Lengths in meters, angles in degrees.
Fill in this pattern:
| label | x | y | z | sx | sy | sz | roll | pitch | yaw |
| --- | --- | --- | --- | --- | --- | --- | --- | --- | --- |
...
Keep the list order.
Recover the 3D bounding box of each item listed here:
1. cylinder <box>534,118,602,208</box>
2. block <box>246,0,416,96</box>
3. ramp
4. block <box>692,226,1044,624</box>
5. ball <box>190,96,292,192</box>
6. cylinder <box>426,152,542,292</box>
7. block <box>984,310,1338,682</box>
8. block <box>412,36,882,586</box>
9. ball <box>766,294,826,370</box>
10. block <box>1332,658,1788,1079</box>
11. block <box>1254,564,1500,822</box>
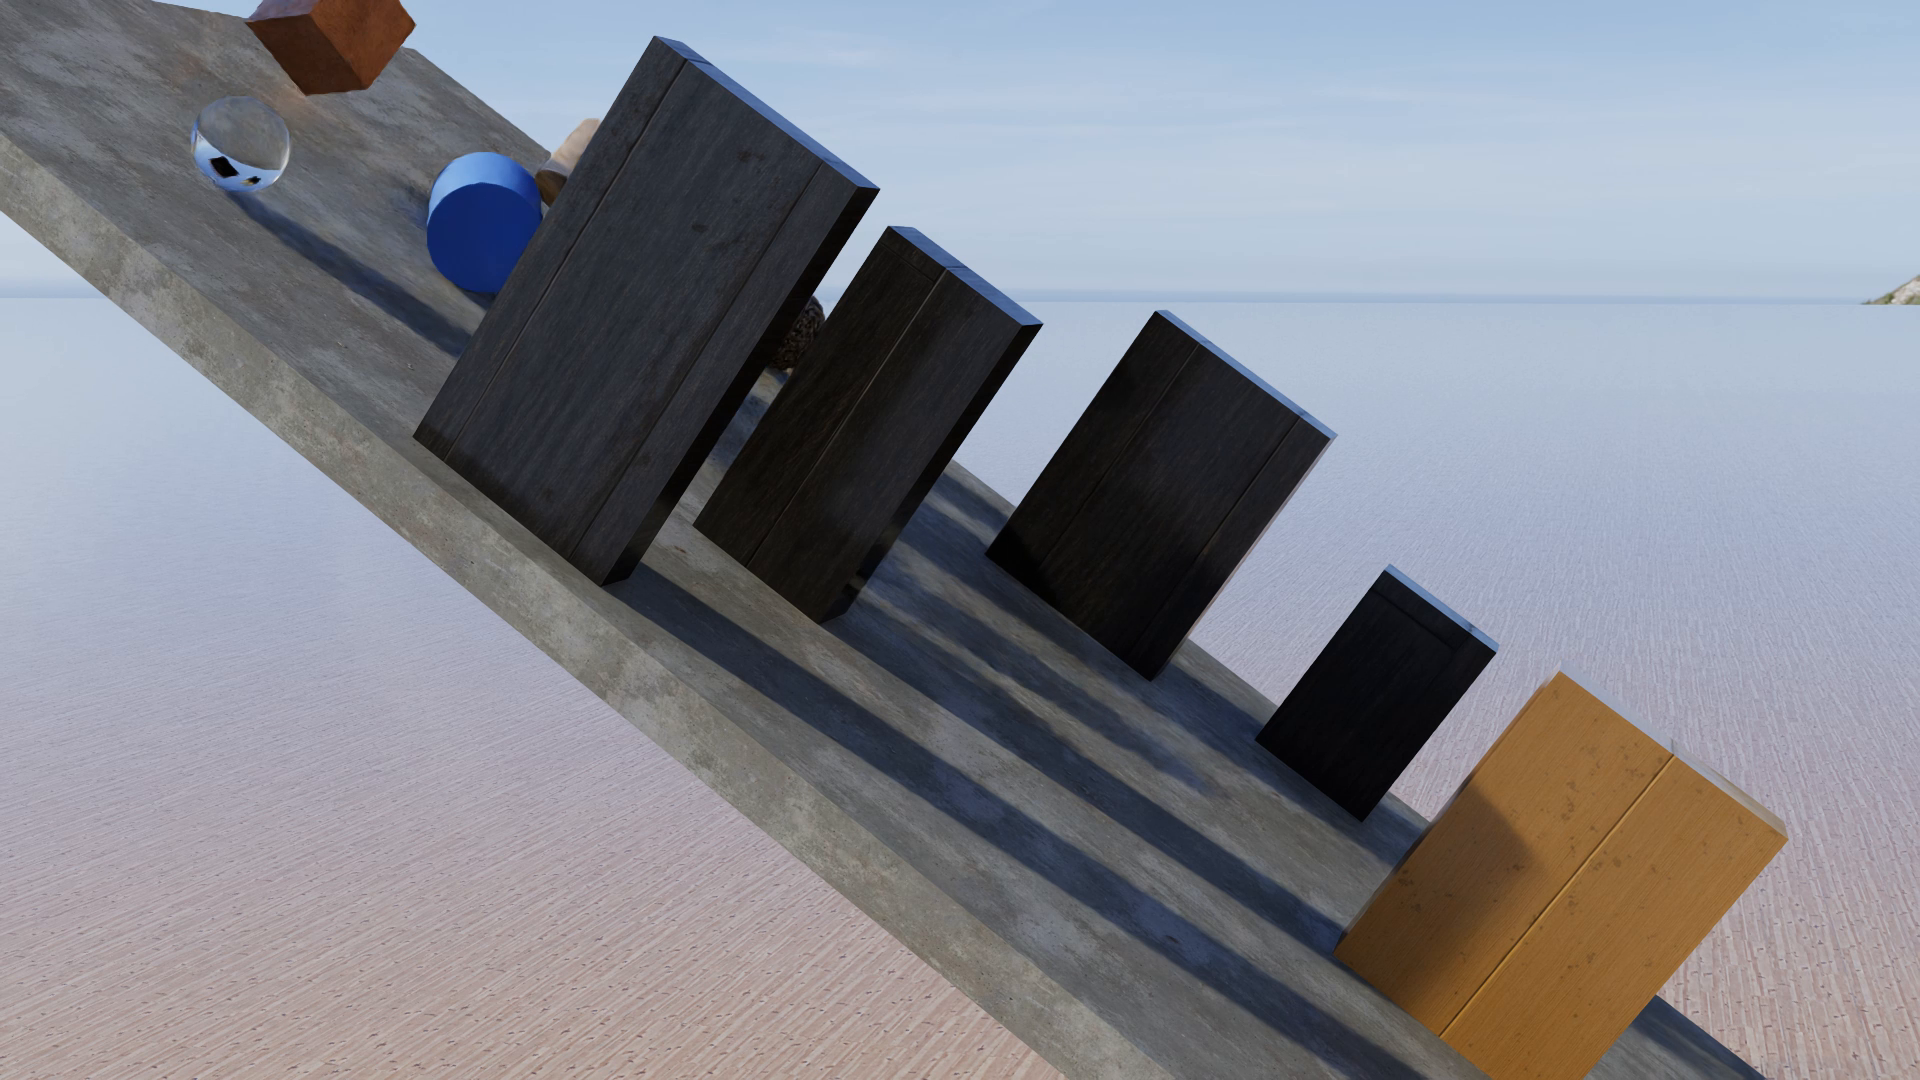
| label | x | y | z | sx | sy | sz | roll | pitch | yaw |
| --- | --- | --- | --- | --- | --- | --- | --- | --- | --- |
| cylinder | -0.746 | -0.736 | 4.417 | 0.156 | 0.156 | 0.156 | 6 | 52 | 42 |
| block | -1.217 | -1.001 | 4.264 | 0.185 | 0.185 | 0.185 | 3 | -37 | 35 |
| ramp | -0.088 | 0.159 | 4.081 | 4.000 | 0.100 | 2.000 | 38 | 16 | 10 |
| block | -0.156 | -0.189 | 3.646 | 0.275 | 0.607 | 0.132 | 38 | 16 | 10 |
| ball | -1.215 | -0.669 | 3.716 | 0.162 | 0.162 | 0.162 | 0 | 7 | 0 |
| cylinder | -0.882 | -0.592 | 4.088 | 0.208 | 0.208 | 0.208 | -1 | 25 | -11 |
| block | 0.406 | -0.091 | 4.498 | 0.433 | 0.618 | 0.117 | 38 | 16 | 10 |
| block | -0.468 | -0.328 | 3.223 | 0.374 | 0.708 | 0.097 | 38 | 16 | 10 |
| ball | -0.387 | -0.466 | 4.776 | 0.191 | 0.191 | 0.191 | 0 | 7 | 0 |
| block | 0.999 | 0.586 | 3.697 | 0.443 | 0.624 | 0.124 | 38 | 16 | 10 |
| block | 0.859 | 0.315 | 4.542 | 0.277 | 0.450 | 0.104 | 38 | 16 | 10 |
